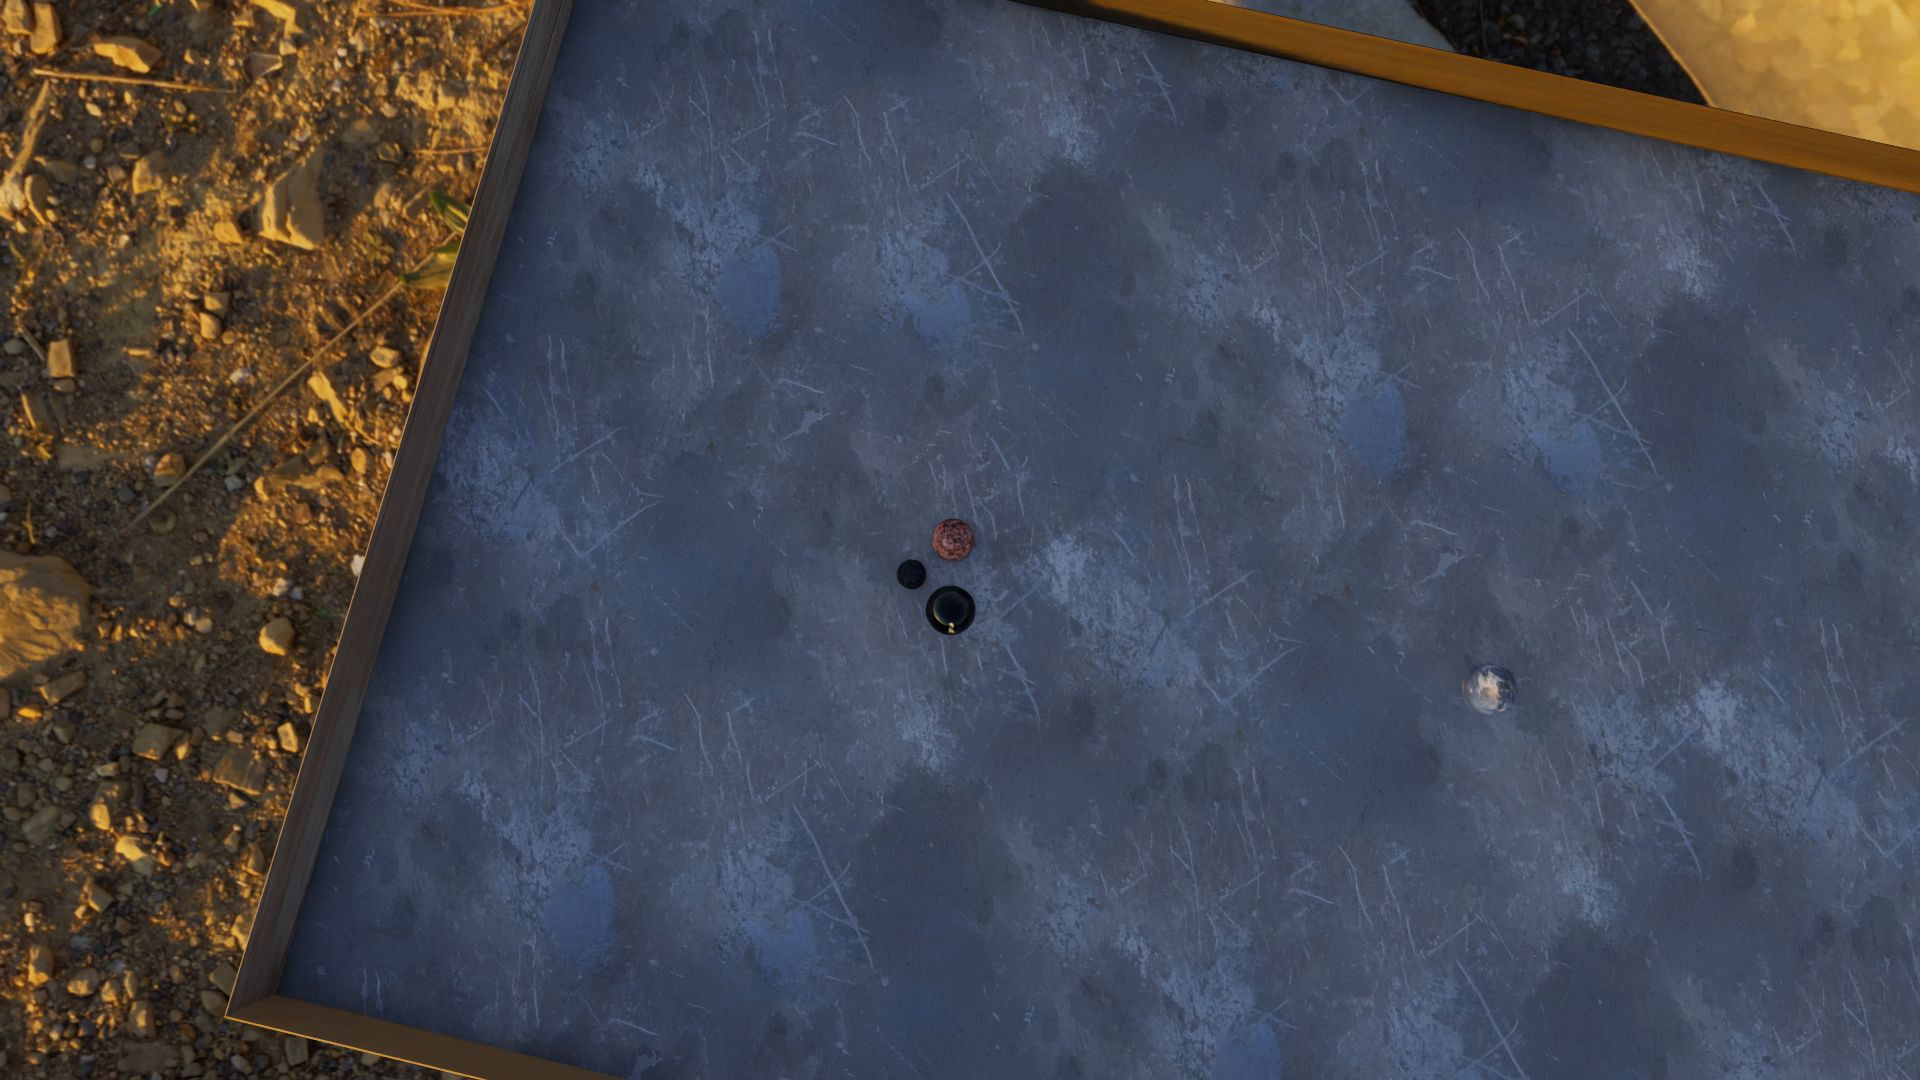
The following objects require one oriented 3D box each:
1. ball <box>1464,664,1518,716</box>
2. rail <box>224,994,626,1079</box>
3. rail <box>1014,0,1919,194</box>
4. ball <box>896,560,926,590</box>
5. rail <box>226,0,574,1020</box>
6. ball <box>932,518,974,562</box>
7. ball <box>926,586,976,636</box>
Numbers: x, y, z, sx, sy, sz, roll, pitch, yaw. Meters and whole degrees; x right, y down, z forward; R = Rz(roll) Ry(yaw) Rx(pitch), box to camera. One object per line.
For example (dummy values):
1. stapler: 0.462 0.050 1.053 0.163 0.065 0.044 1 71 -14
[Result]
1. ball: 0.789 0.223 3.270 0.077 0.077 0.077 0 76 0
2. rail: 0.622 1.037 3.060 3.397 0.100 0.045 13 77 3
3. rail: 1.032 -0.672 3.475 3.397 0.100 0.045 13 77 3
4. ball: -0.073 0.052 3.328 0.045 0.045 0.045 0 76 0
5. rail: -0.804 -0.187 3.357 0.045 0.100 1.853 13 77 3
6. ball: -0.011 0.000 3.331 0.065 0.065 0.065 0 76 0
7. ball: -0.014 0.106 3.300 0.075 0.075 0.075 0 76 0
